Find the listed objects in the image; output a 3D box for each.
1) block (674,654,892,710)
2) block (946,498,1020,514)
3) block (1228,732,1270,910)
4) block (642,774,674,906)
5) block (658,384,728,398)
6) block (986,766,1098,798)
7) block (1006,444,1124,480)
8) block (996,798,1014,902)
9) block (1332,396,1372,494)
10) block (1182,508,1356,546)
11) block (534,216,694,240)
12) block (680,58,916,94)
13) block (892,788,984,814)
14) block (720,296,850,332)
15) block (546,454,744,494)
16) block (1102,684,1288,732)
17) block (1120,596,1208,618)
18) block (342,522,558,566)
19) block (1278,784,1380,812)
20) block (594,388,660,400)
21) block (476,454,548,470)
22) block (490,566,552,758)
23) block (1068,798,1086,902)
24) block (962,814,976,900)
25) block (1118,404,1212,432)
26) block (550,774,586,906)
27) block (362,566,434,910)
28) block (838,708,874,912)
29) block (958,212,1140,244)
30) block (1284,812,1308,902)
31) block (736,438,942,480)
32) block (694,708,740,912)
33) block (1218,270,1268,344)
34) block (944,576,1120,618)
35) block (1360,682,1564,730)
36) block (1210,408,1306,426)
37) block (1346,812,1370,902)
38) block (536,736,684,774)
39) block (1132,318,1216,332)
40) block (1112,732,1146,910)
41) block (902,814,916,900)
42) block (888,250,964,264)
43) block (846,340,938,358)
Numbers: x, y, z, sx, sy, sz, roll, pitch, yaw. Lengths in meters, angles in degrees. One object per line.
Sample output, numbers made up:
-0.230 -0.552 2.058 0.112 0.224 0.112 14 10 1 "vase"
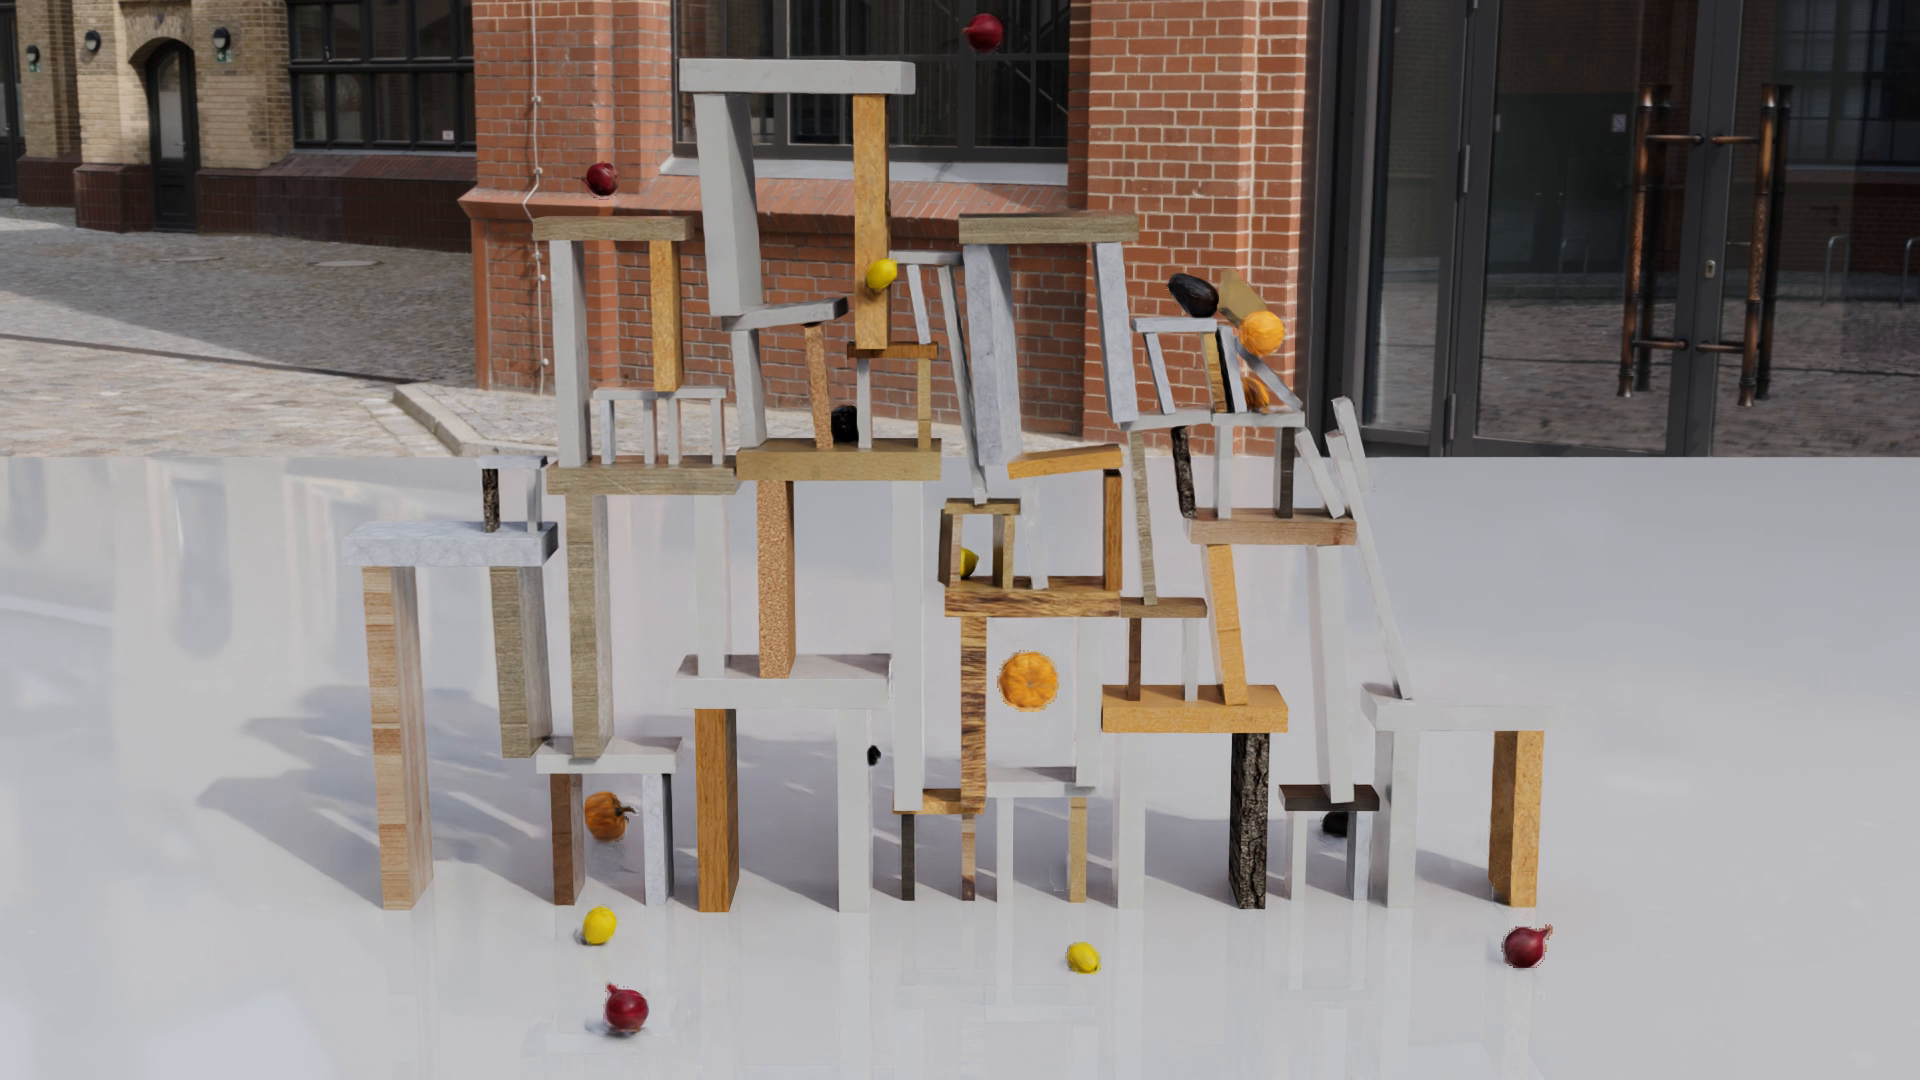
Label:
-0.287 0.231 3.598 0.342 0.048 0.171 0 11 0 "block"
0.037 -0.055 3.555 0.120 0.017 0.060 1 10 2 "block"
0.478 0.444 3.642 0.042 0.298 0.149 0 11 0 "block"
-0.500 0.479 3.647 0.032 0.225 0.113 0 10 0 "block"
-0.424 -0.237 3.511 0.105 0.015 0.053 0 10 0 "block"
0.134 0.399 3.633 0.181 0.026 0.090 0 10 0 "block"
0.167 -0.127 3.538 0.183 0.026 0.091 -6 10 1 "block"
0.074 0.501 3.653 0.026 0.181 0.090 0 11 0 "block"
0.631 -0.154 3.538 0.021 0.149 0.075 -15 7 4 "block"
0.498 -0.023 3.557 0.262 0.037 0.131 0 11 0 "block"
-0.544 -0.492 3.467 0.235 0.033 0.117 0 11 1 "block"
-0.250 -0.721 3.423 0.340 0.048 0.170 2 12 6 "block"
-0.036 0.432 3.641 0.149 0.021 0.075 0 11 0 "block"
-0.278 -0.359 3.496 0.184 0.026 0.092 -5 11 14 "block"
-0.503 -0.105 3.538 0.296 0.042 0.148 0 11 0 "block"
0.379 0.276 3.611 0.298 0.042 0.149 0 11 0 "block"
0.329 0.110 3.580 0.139 0.020 0.069 0 10 1 "block"
-0.822 0.005 3.560 0.315 0.045 0.157 0 11 0 "block"
0.610 0.427 3.641 0.155 0.022 0.077 0 11 0 "block"
-0.531 -0.234 3.515 0.103 0.015 0.051 0 11 0 "block"
-0.721 -0.126 3.538 0.103 0.015 0.052 0 11 2 "block"
-0.716 0.183 3.596 0.045 0.315 0.158 -1 11 3 "block"
0.195 0.501 3.653 0.026 0.181 0.090 0 10 0 "block"
0.014 0.516 3.658 0.021 0.149 0.075 0 11 0 "block"
0.327 -0.195 3.528 0.144 0.020 0.072 -6 10 1 "block"
-0.650 0.480 3.647 0.032 0.225 0.113 0 11 0 "block"
-0.922 0.309 3.616 0.045 0.572 0.158 -1 11 0 "block"
-0.172 0.423 3.634 0.048 0.342 0.171 0 11 0 "block"
0.139 -0.494 3.472 0.280 0.040 0.140 0 11 1 "block"
0.558 0.513 3.658 0.022 0.155 0.077 0 11 0 "block"
-0.190 -0.130 3.530 0.320 0.045 0.160 0 11 0 "block"
-0.400 0.423 3.634 0.048 0.342 0.171 0 11 0 "block"
0.456 -0.375 3.547 0.019 0.068 0.136 -4 -22 32 "block"
0.116 0.091 3.581 0.280 0.040 0.140 0 10 0 "block"
0.821 0.273 3.615 0.301 0.043 0.150 0 11 0 "block"
0.474 -0.197 3.527 0.148 0.021 0.074 0 11 -1 "block"
0.662 0.513 3.657 0.022 0.155 0.077 0 11 0 "block"
-0.575 0.353 3.623 0.225 0.032 0.113 0 11 0 "block"
0.340 -0.342 3.493 0.127 0.018 0.063 -1 10 -2 "block"
0.279 0.444 3.642 0.042 0.298 0.149 0 11 0 "block"
-0.086 0.516 3.658 0.021 0.149 0.075 0 11 0 "block"
-0.049 -0.449 3.487 0.125 0.018 0.063 2 11 3 "block"
-0.107 -0.303 3.497 0.142 0.020 0.071 0 11 0 "block"
